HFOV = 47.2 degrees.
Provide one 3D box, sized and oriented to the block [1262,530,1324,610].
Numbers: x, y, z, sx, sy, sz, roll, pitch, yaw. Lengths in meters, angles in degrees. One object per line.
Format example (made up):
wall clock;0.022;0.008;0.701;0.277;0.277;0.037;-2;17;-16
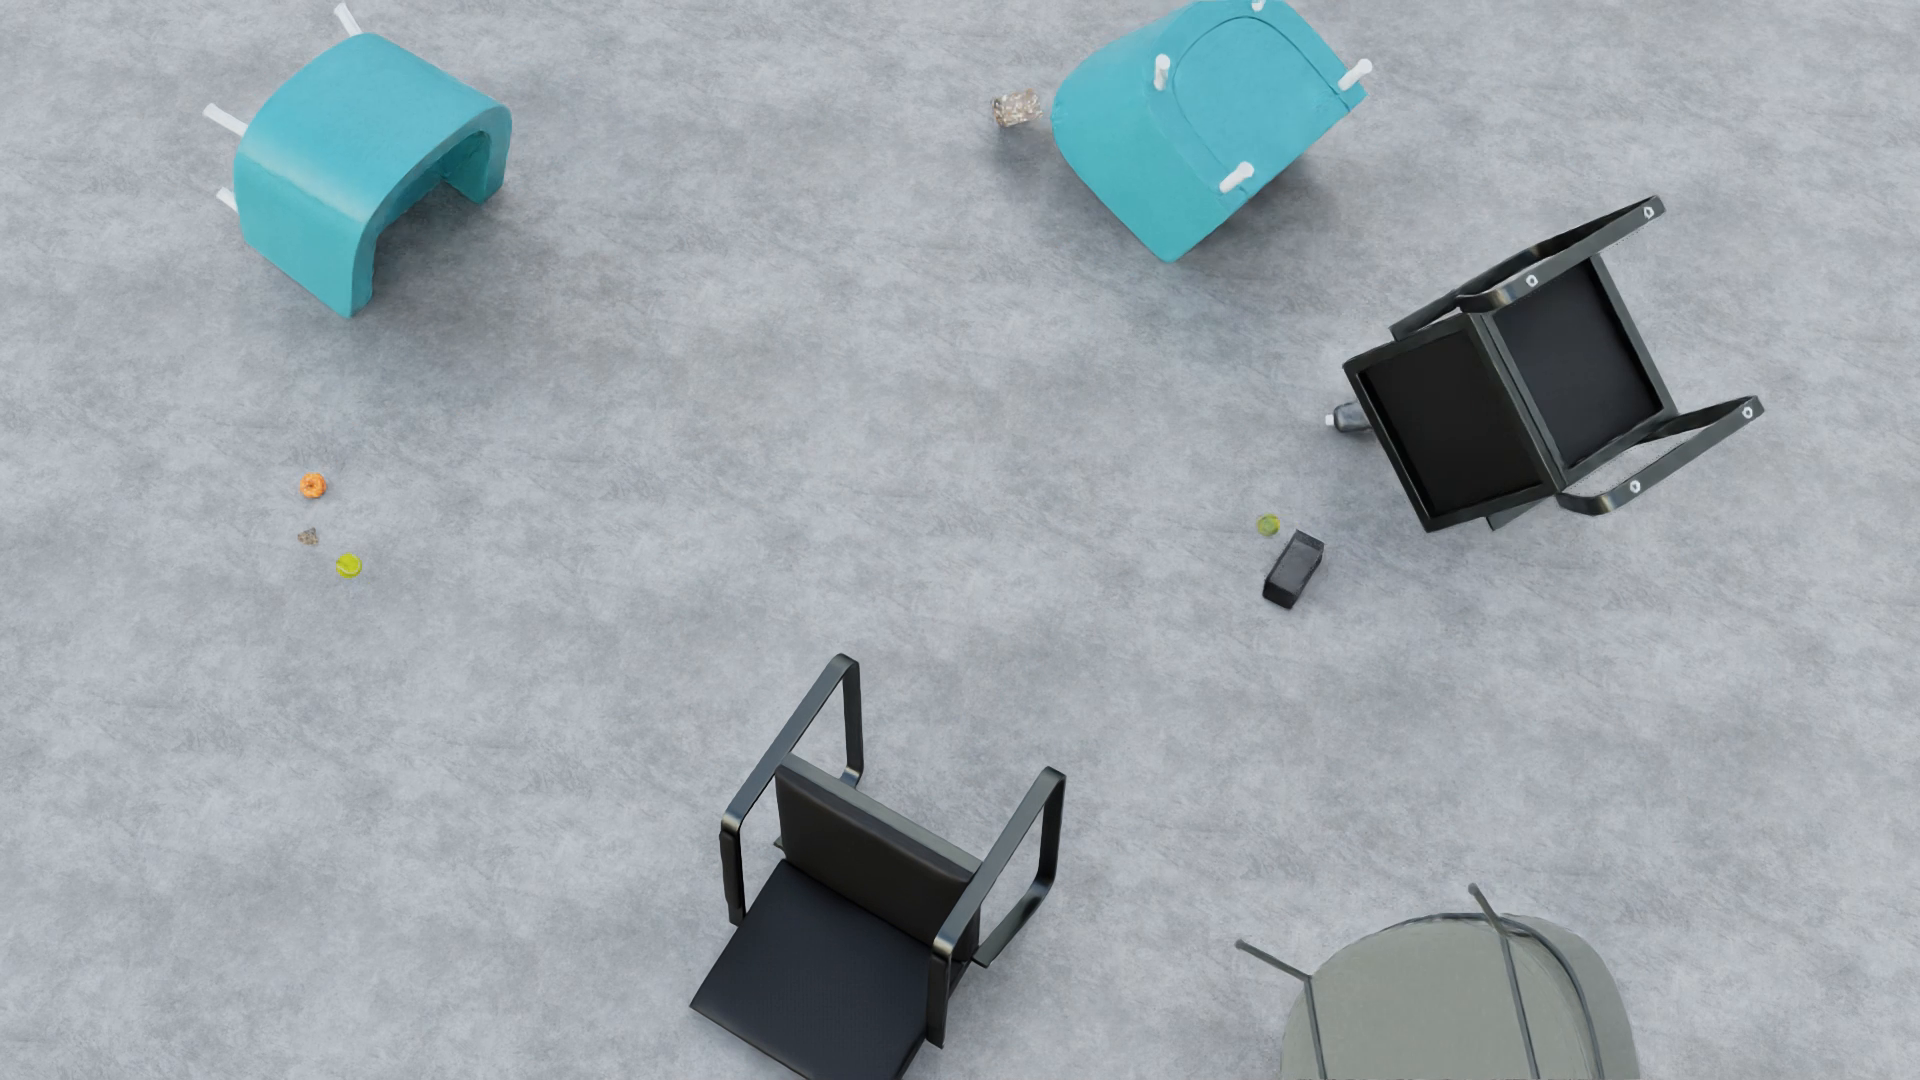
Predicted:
block;0.979;0.088;6.458;0.093;0.094;0.205;27;60;17

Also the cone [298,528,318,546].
cone;-1.940;-0.021;6.574;0.062;0.047;0.063;19;35;-7

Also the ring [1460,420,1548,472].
ring;1.667;-0.287;6.738;0.276;0.043;0.201;-9;53;-8

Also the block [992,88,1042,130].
block;0.190;-1.453;7.405;0.127;0.209;0.099;-17;100;-3
